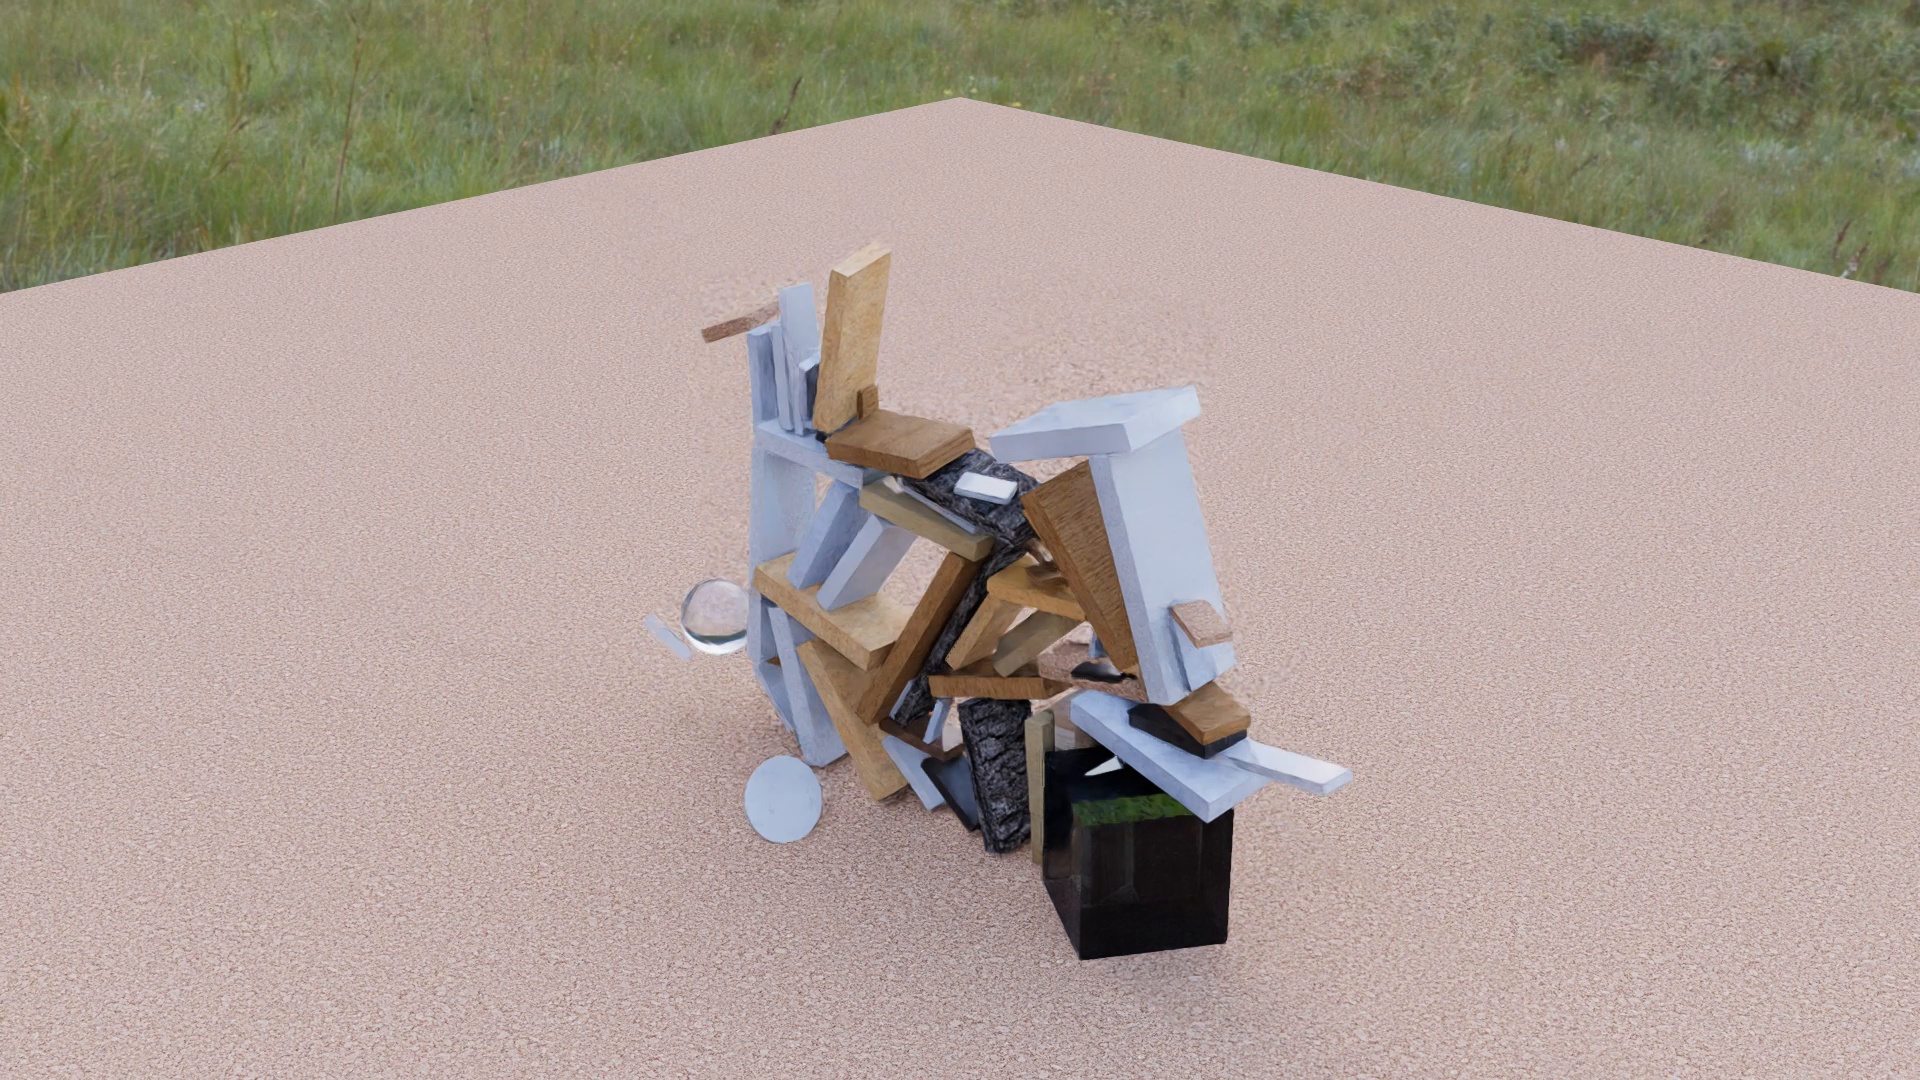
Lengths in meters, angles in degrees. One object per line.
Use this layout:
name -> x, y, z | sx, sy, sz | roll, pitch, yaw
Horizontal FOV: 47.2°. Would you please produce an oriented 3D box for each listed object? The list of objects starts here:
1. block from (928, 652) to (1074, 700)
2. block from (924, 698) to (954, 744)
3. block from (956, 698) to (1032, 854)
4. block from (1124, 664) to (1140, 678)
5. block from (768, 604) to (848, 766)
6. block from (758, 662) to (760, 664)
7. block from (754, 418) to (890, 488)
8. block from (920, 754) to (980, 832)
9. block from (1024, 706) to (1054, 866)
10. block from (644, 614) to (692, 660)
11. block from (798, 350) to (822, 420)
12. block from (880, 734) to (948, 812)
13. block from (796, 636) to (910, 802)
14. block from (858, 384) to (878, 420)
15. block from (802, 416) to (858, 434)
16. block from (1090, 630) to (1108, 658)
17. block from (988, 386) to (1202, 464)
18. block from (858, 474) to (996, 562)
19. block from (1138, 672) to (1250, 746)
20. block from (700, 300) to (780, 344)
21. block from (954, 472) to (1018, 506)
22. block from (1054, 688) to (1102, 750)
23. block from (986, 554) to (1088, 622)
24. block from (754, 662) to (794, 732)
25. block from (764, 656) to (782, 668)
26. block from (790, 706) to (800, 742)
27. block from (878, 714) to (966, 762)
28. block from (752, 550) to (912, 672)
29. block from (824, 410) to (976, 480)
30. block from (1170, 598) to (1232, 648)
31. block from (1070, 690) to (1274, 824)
block -> 0.100, 0.265, 4.303 | 0.304, 0.043, 0.152 | -2, 14, 44
block -> -0.041, 0.354, 4.418 | 0.015, 0.108, 0.054 | 28, 32, 16
block -> 0.090, 0.445, 4.322 | 0.152, 0.304, 0.043 | -21, 15, -41
block -> 0.312, 0.194, 4.018 | 0.016, 0.111, 0.055 | -5, -14, 17
block -> -0.290, 0.280, 4.647 | 0.050, 0.353, 0.176 | -1, 18, 40
block -> -0.371, 0.310, 4.824 | 0.090, 0.179, 0.025 | -24, -8, -35
block -> -0.258, -0.185, 4.416 | 0.289, 0.041, 0.144 | 23, 31, 32
block -> 0.007, 0.502, 4.437 | 0.088, 0.025, 0.176 | -19, 60, -38
block -> 0.199, 0.468, 4.265 | 0.043, 0.304, 0.152 | 14, 26, 40
block -> -0.643, 0.214, 4.845 | 0.025, 0.090, 0.179 | -46, 15, -6
block -> -0.283, -0.308, 4.335 | 0.021, 0.150, 0.075 | 39, 61, 23
block -> -0.076, 0.465, 4.498 | 0.088, 0.025, 0.175 | -22, 70, -44
block -> -0.185, 0.344, 4.548 | 0.176, 0.353, 0.050 | -26, -2, -46
block -> -0.181, -0.254, 4.329 | 0.014, 0.095, 0.048 | 19, 32, 32
block -> -0.247, -0.238, 4.370 | 0.126, 0.018, 0.063 | 15, 46, 35
block -> 0.267, 0.170, 4.026 | 0.049, 0.098, 0.014 | -14, 40, -27
block -> 0.233, -0.201, 3.860 | 0.180, 0.051, 0.359 | -28, 15, -35
block -> -0.040, -0.052, 4.258 | 0.285, 0.040, 0.143 | 26, 32, 30
block -> 0.417, 0.286, 3.929 | 0.101, 0.029, 0.202 | -18, 37, -25
block -> -0.443, -0.451, 4.528 | 0.105, 0.030, 0.211 | -29, 12, -28
block -> 0.048, -0.096, 4.069 | 0.105, 0.015, 0.053 | 13, 41, 20
block -> 0.260, 0.450, 4.245 | 0.050, 0.353, 0.176 | 17, 28, 39
block -> 0.179, 0.089, 4.129 | 0.237, 0.034, 0.118 | 14, 33, 40
block -> -0.374, 0.330, 4.783 | 0.081, 0.163, 0.023 | -26, -8, -33
block -> -0.360, 0.249, 4.739 | 0.163, 0.023, 0.081 | 13, 26, 44
block -> -0.328, 0.347, 4.732 | 0.023, 0.163, 0.081 | 5, 21, 40
block -> -0.070, 0.392, 4.486 | 0.176, 0.025, 0.088 | 24, 31, 32
block -> -0.245, 0.136, 4.526 | 0.353, 0.050, 0.176 | 34, 37, 32
block -> -0.116, -0.185, 4.195 | 0.141, 0.040, 0.283 | -33, 29, -31
block -> 0.416, 0.143, 3.791 | 0.065, 0.018, 0.130 | -13, 27, -10
block -> 0.387, 0.364, 4.018 | 0.176, 0.050, 0.353 | -27, 46, -32
